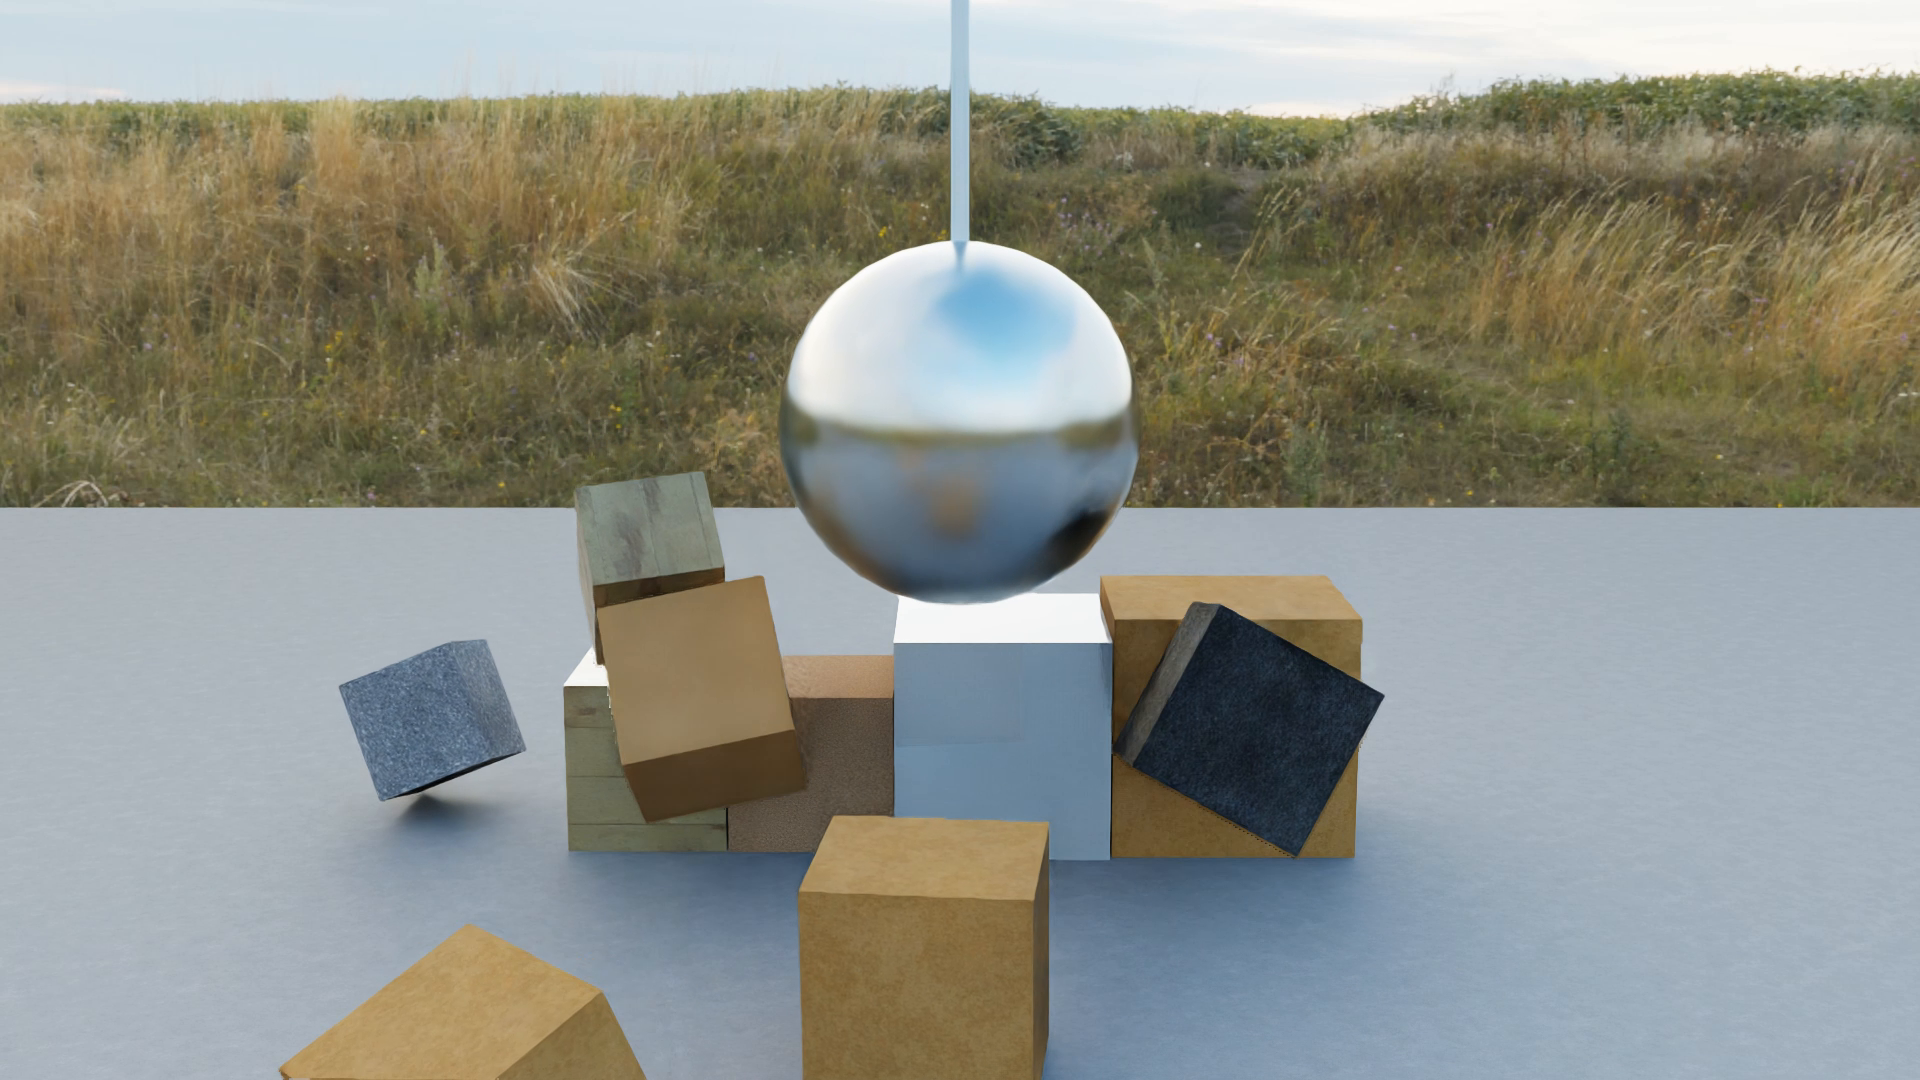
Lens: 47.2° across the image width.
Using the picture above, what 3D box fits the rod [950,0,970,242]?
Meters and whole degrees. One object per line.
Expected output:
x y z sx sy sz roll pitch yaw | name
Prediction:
0.000 -3.902 9.856 0.080 5.200 0.080 0 -3 0 | rod

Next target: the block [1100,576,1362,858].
1.354 0.882 11.334 1.205 1.210 1.091 0 10 0 | block

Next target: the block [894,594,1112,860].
0.209 0.936 11.339 1.062 1.102 1.166 0 10 0 | block

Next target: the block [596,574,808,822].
-1.208 0.757 10.370 0.785 0.789 0.781 -12 -26 -5 | block

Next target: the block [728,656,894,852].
-0.743 1.087 11.366 0.823 0.795 0.913 0 10 0 | block

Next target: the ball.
0.000 -0.507 9.669 1.600 1.600 1.600 0 10 0 | ball

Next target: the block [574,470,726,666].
-1.541 0.143 10.922 0.634 0.711 0.587 -8 56 -13 | block

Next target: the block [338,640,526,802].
-2.796 0.951 11.700 0.642 0.644 0.588 -21 -4 5 | block

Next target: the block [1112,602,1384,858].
1.291 0.839 10.058 0.823 0.805 0.940 29 -2 -1 | block

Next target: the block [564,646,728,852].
-1.561 1.055 11.383 0.792 0.851 0.937 0 10 0 | block

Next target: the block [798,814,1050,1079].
-0.113 1.591 8.244 0.841 0.873 0.753 1 14 6 | block

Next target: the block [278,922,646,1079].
-1.497 1.810 6.922 0.750 0.714 0.794 -37 31 -32 | block
